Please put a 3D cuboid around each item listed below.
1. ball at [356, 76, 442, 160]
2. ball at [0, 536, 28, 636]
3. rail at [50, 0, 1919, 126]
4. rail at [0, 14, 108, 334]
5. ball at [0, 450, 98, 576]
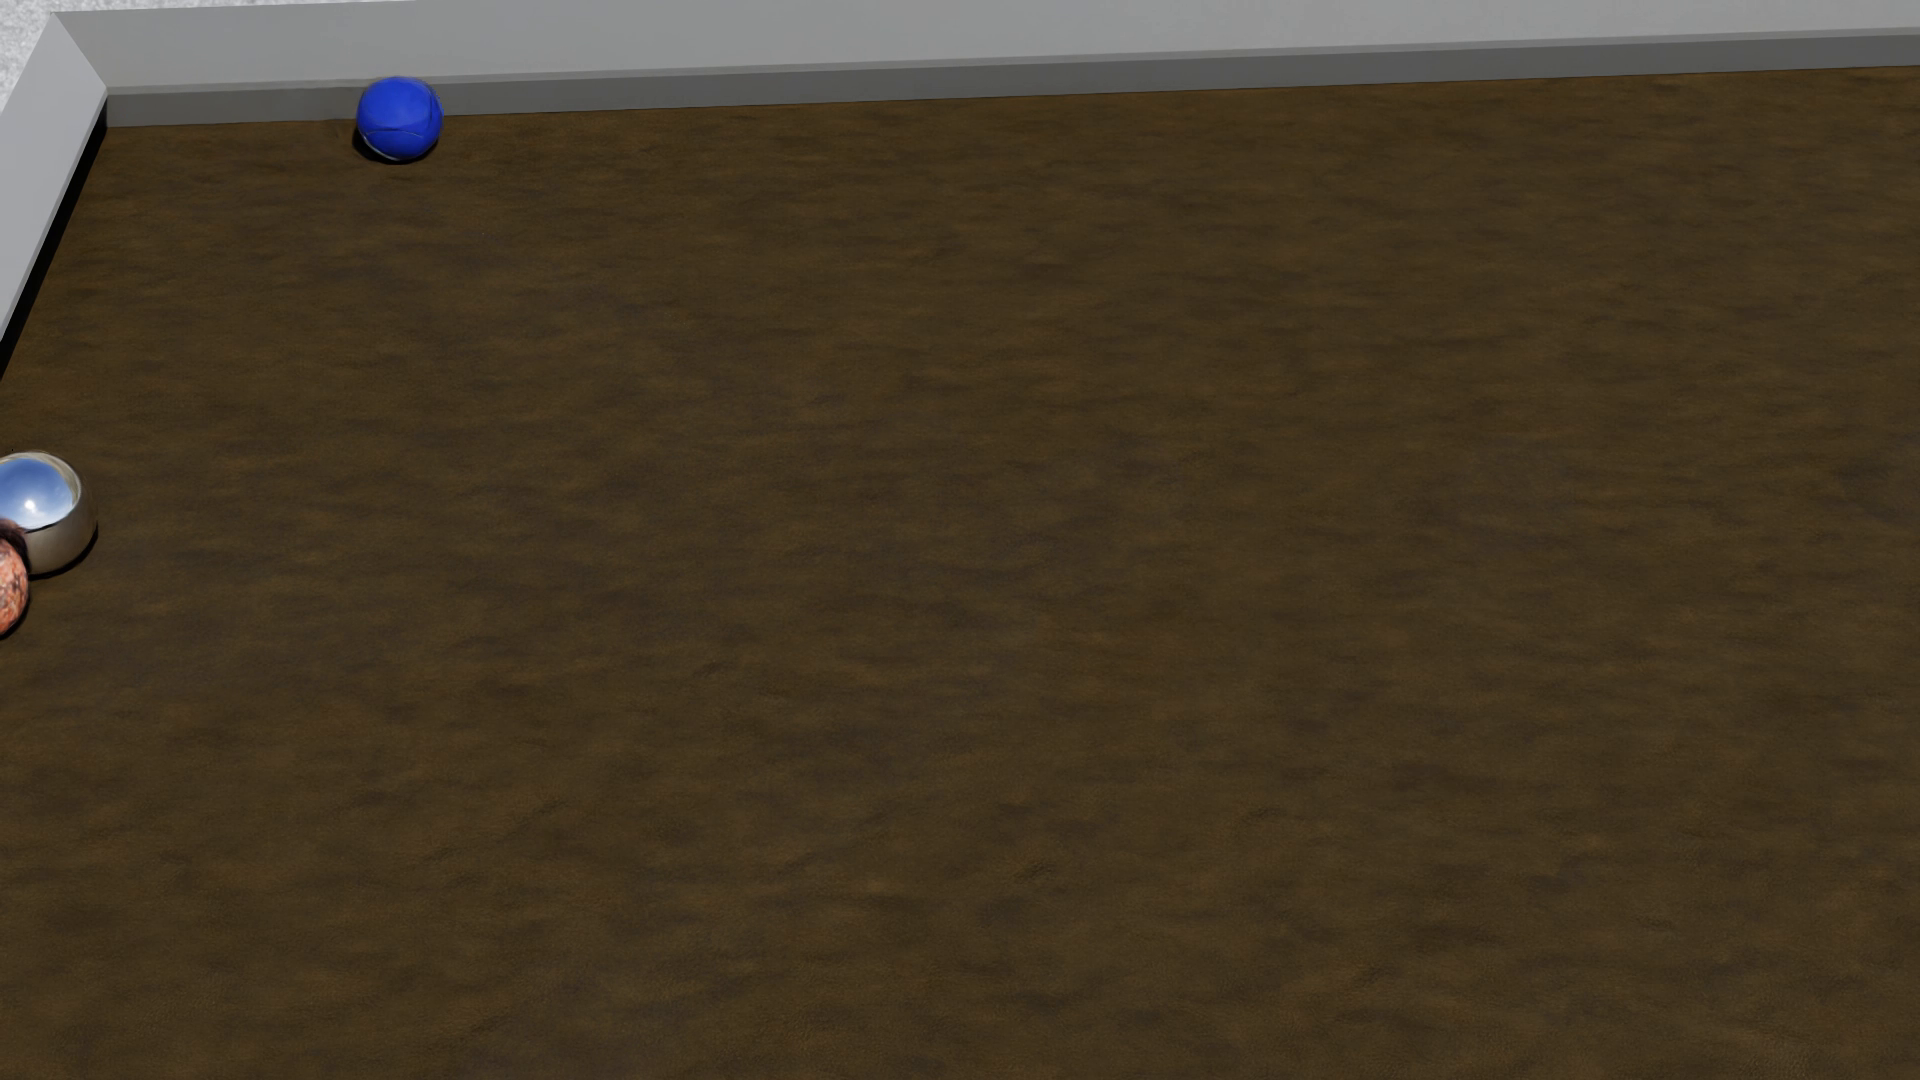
[{"bbox_3d":[-0.483,-0.364,2.212,0.072,0.072,0.072,0,36,0],"label":"ball"},{"bbox_3d":[-0.644,0.030,1.659,0.078,0.078,0.078,0,36,0],"label":"ball"},{"bbox_3d":[0.673,-0.464,2.317,2.920,0.109,0.045,-3,36,-4],"label":"rail"},{"bbox_3d":[-0.704,0.016,1.651,0.045,0.109,1.473,-3,36,-4],"label":"rail"},{"bbox_3d":[-0.623,-0.018,1.721,0.084,0.084,0.084,0,36,0],"label":"ball"}]
